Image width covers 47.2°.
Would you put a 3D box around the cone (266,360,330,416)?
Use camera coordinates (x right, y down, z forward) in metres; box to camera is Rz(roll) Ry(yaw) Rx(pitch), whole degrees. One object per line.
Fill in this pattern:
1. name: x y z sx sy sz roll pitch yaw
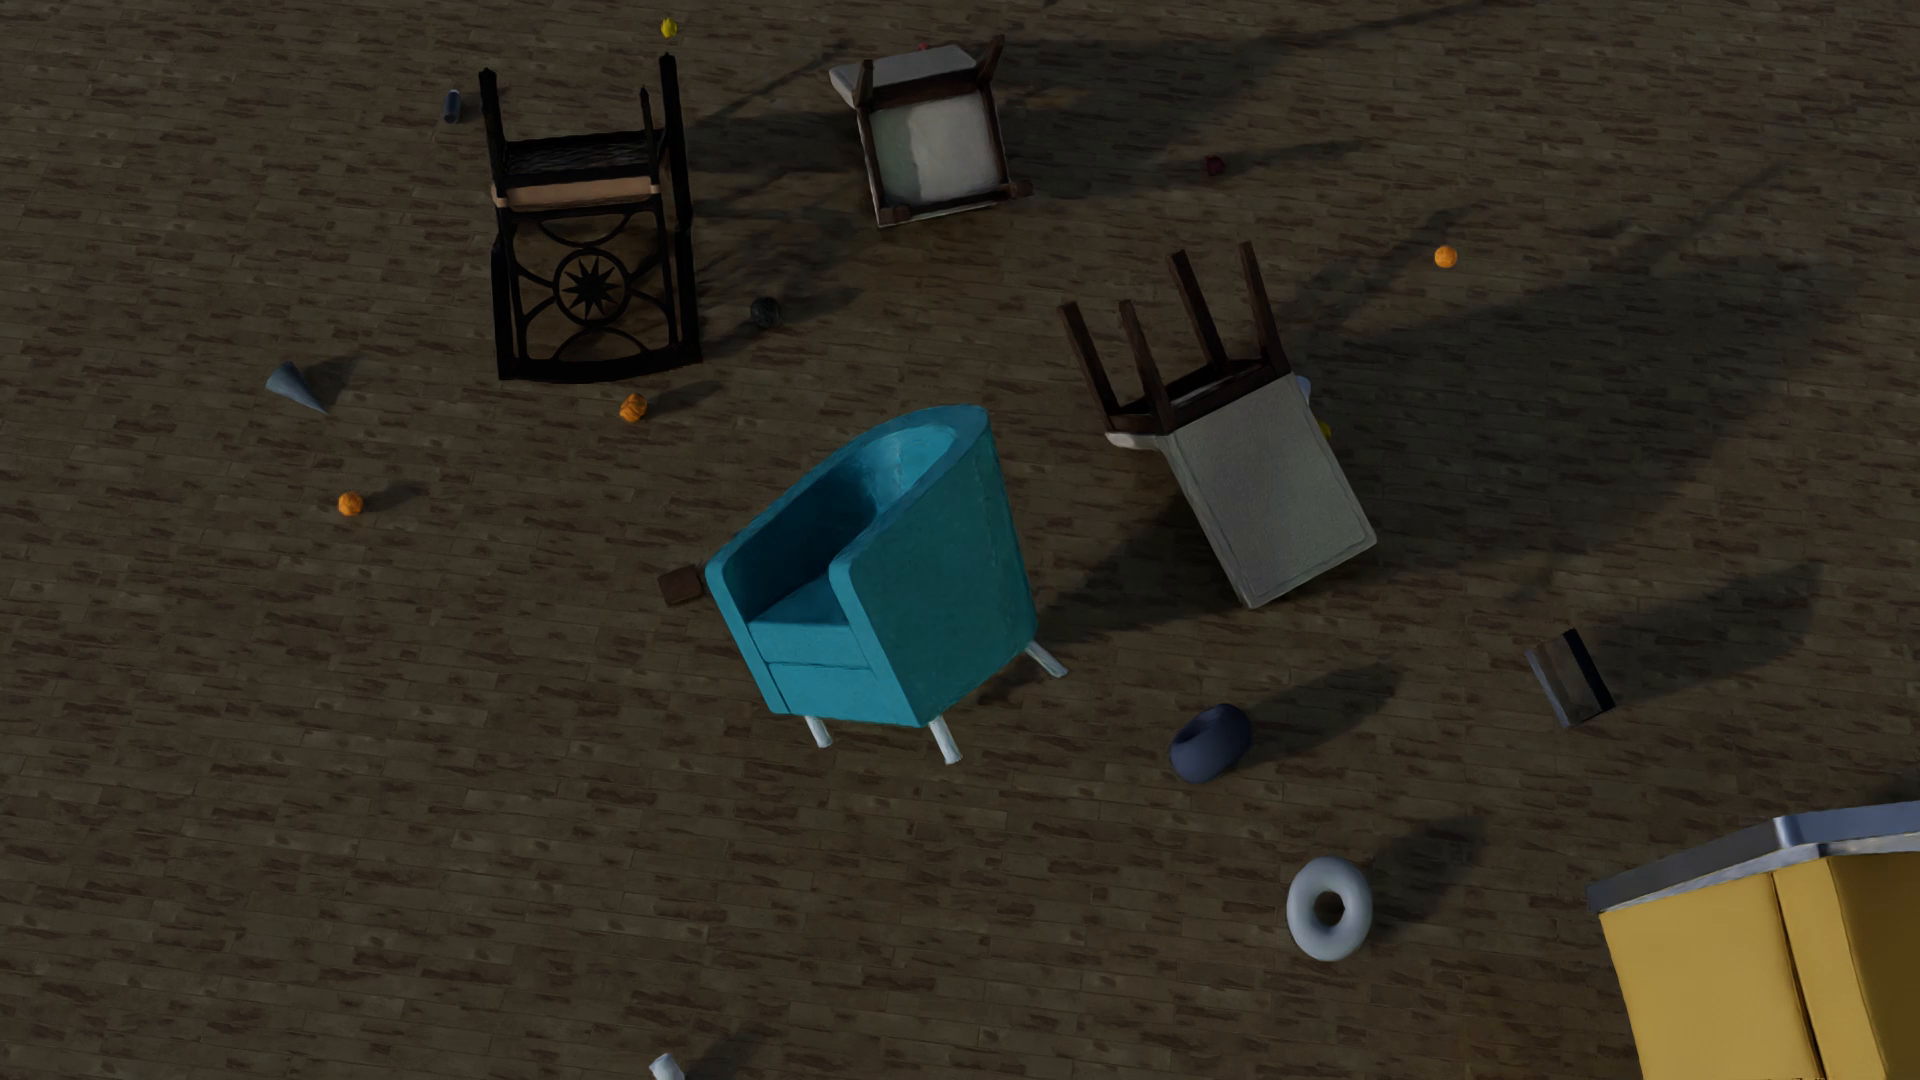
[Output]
1. cone: -2.045 -0.452 6.853 0.215 0.078 0.115 37 78 10

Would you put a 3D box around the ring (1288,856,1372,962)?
1. ring: 0.980 0.977 5.827 0.225 0.070 0.279 4 81 6

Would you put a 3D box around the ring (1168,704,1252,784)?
1. ring: 0.691 0.563 6.078 0.261 0.192 0.129 -39 102 -24

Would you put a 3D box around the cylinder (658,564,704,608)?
1. cylinder: -0.817 0.133 6.432 0.112 0.064 0.100 -22 72 -1

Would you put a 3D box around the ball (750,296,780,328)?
1. ball: -0.618 -0.725 6.986 0.098 0.098 0.098 0 56 0

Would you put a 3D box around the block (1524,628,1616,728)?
1. block: 1.698 0.387 6.129 0.101 0.221 0.239 -25 81 -2
